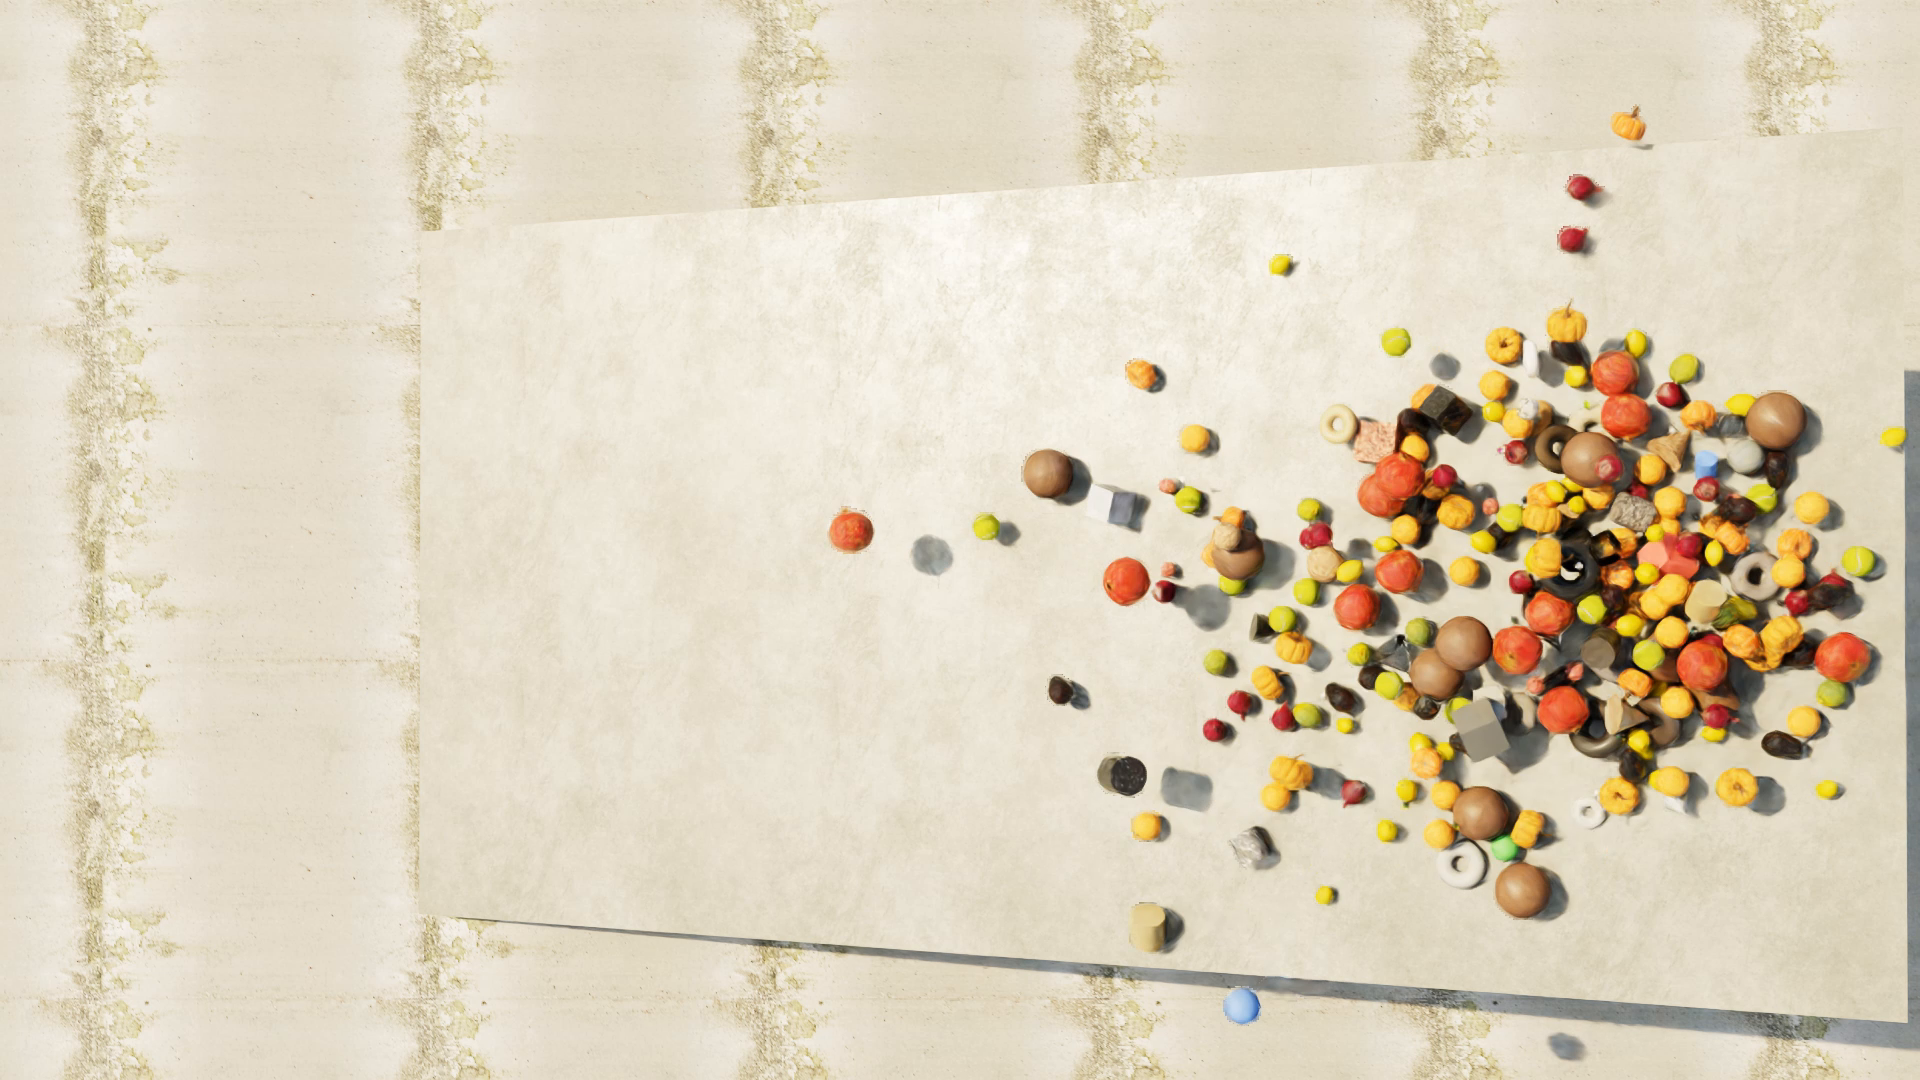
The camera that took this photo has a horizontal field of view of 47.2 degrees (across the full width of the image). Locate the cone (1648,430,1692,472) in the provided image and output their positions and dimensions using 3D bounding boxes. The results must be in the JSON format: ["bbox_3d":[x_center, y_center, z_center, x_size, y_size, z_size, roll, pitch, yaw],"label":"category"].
[{"bbox_3d":[1.658,-0.225,5.079,0.095,0.095,0.095,-41,89,-11],"label":"cone"}]

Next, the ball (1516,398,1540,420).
[{"bbox_3d":[1.318,-0.305,5.106,0.054,0.054,0.054,0,89,0],"label":"ball"}]

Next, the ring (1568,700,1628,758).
[{"bbox_3d":[1.486,0.439,5.120,0.141,0.047,0.141,-14,64,31],"label":"ring"}]

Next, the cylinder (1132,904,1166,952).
[{"bbox_3d":[0.472,0.973,5.517,0.084,0.084,0.084,-4,124,0],"label":"cylinder"}]

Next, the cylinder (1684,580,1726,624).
[{"bbox_3d":[1.660,0.137,4.897,0.072,0.072,0.072,0,57,-1],"label":"cylinder"}]

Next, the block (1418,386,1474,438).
[{"bbox_3d":[1.154,-0.306,5.229,0.077,0.077,0.077,39,91,-33],"label":"block"}]

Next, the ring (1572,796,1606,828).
[{"bbox_3d":[1.473,0.638,5.155,0.077,0.026,0.077,0,91,23],"label":"ring"}]

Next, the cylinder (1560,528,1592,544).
[{"bbox_3d":[1.439,0.024,5.130,0.081,0.081,0.081,7,114,15],"label":"cylinder"}]

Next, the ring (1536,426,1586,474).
[{"bbox_3d":[1.402,-0.211,5.126,0.120,0.040,0.120,0,74,0],"label":"ring"}]

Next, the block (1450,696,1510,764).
[{"bbox_3d":[1.210,0.443,5.118,0.094,0.094,0.094,-25,119,11],"label":"block"}]

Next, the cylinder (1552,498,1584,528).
[{"bbox_3d":[1.425,-0.063,5.155,0.055,0.055,0.055,2,64,-5],"label":"cylinder"}]

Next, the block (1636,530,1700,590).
[{"bbox_3d":[1.620,0.048,5.032,0.088,0.088,0.088,14,48,-18],"label":"block"}]

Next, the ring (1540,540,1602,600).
[{"bbox_3d":[1.404,0.069,5.056,0.143,0.048,0.143,0,94,1],"label":"ring"}]

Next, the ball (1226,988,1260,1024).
[{"bbox_3d":[0.701,1.156,5.454,0.085,0.085,0.085,0,89,0],"label":"ball"}]

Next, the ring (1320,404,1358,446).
[{"bbox_3d":[0.913,-0.278,5.304,0.099,0.033,0.099,0,90,39],"label":"ring"}]

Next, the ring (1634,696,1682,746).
[{"bbox_3d":[1.607,0.417,5.069,0.041,0.122,0.122,-25,89,-37],"label":"ring"}]

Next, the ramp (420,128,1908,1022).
[{"bbox_3d":[0.283,0.086,5.724,4.000,0.100,2.000,0,89,23],"label":"ramp"}]

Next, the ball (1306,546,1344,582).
[{"bbox_3d":[0.890,0.059,5.367,0.090,0.090,0.090,0,89,0],"label":"ball"}]

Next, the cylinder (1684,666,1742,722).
[{"bbox_3d":[1.715,0.352,5.012,0.095,0.095,0.095,-28,87,0],"label":"cylinder"}]

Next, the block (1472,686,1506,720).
[{"bbox_3d":[1.248,0.387,5.183,0.059,0.059,0.059,-13,114,-1],"label":"block"}]

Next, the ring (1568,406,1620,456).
[{"bbox_3d":[1.484,-0.256,5.153,0.122,0.041,0.122,0,89,23],"label":"ring"}]

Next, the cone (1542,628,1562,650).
[{"bbox_3d":[1.404,0.225,5.177,0.051,0.051,0.051,31,91,0],"label":"cone"}]

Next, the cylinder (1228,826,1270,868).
[{"bbox_3d":[0.716,0.759,5.439,0.078,0.078,0.078,-27,78,0],"label":"cylinder"}]

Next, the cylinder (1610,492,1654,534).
[{"bbox_3d":[1.545,-0.064,5.056,0.074,0.074,0.074,25,89,11],"label":"cylinder"}]

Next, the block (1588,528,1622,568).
[{"bbox_3d":[1.474,0.019,5.025,0.053,0.053,0.053,-28,121,34],"label":"block"}]

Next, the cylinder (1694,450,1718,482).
[{"bbox_3d":[1.702,-0.169,5.018,0.051,0.051,0.051,-10,46,11],"label":"cylinder"}]

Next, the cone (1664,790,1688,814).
[{"bbox_3d":[1.648,0.612,5.034,0.054,0.054,0.054,-2,117,-3],"label":"cone"}]

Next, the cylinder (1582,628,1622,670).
[{"bbox_3d":[1.463,0.247,5.014,0.075,0.075,0.075,10,112,26],"label":"cylinder"}]

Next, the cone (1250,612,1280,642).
[{"bbox_3d":[0.764,0.222,5.450,0.074,0.074,0.074,11,89,-5],"label":"cone"}]

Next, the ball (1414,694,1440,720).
[{"bbox_3d":[1.096,0.393,5.164,0.062,0.062,0.062,0,89,0],"label":"ball"}]

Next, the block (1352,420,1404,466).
[{"bbox_3d":[1.013,-0.235,5.319,0.096,0.096,0.096,6,92,23],"label":"block"}]

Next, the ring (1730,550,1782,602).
[{"bbox_3d":[1.809,0.083,4.997,0.120,0.040,0.120,0,93,-1],"label":"ring"}]

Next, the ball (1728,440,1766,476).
[{"bbox_3d":[1.789,-0.189,5.003,0.082,0.082,0.082,0,89,0],"label":"ball"}]

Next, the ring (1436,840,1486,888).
[{"bbox_3d":[1.197,0.775,5.260,0.119,0.040,0.119,-1,88,24],"label":"ring"}]

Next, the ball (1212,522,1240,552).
[{"bbox_3d":[0.643,-0.008,5.307,0.069,0.069,0.069,0,89,0],"label":"ball"}]

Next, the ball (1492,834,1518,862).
[{"bbox_3d":[1.291,0.729,5.208,0.063,0.063,0.063,0,89,0],"label":"ball"}]

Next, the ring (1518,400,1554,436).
[{"bbox_3d":[1.362,-0.289,5.202,0.089,0.030,0.089,-10,75,40],"label":"ring"}]

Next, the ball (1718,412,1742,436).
[{"bbox_3d":[1.762,-0.264,5.030,0.054,0.054,0.054,0,89,0],"label":"ball"}]

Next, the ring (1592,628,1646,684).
[{"bbox_3d":[1.528,0.268,5.112,0.133,0.044,0.133,-1,80,6],"label":"ring"}]

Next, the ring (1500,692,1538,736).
[{"bbox_3d":[1.319,0.412,5.191,0.035,0.104,0.104,12,89,-36],"label":"ring"}]

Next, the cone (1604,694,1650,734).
[{"bbox_3d":[1.540,0.405,5.040,0.092,0.092,0.092,6,89,-8],"label":"cone"}]

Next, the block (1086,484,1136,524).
[{"bbox_3d":[0.380,-0.091,5.554,0.080,0.080,0.080,0,105,-42],"label":"block"}]

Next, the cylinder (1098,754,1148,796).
[{"bbox_3d":[0.396,0.574,5.372,0.095,0.095,0.095,1,88,-16],"label":"cylinder"}]
